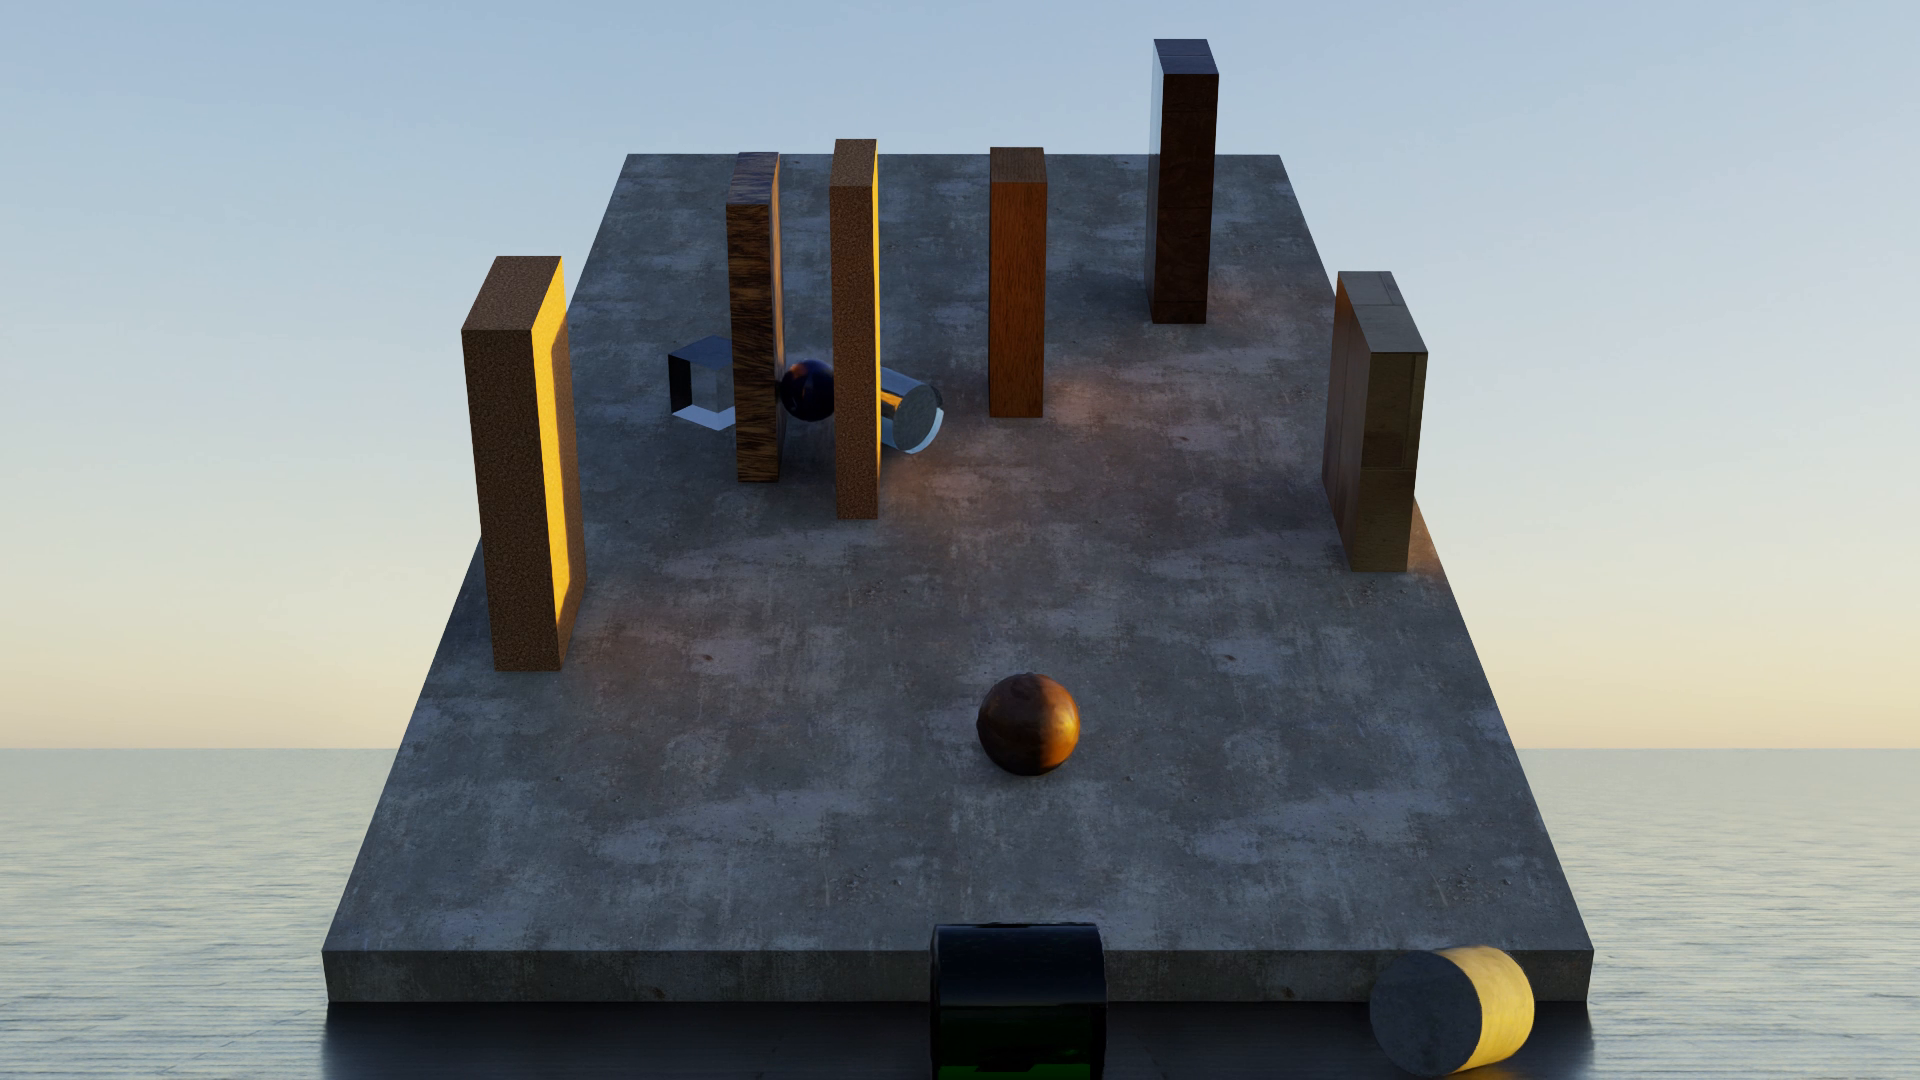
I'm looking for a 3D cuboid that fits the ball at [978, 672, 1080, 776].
[{"bbox_3d":[0.120,0.323,4.158,0.181,0.181,0.181,0,-5,0],"label":"ball"}]

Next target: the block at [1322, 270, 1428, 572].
[{"bbox_3d":[0.858,-0.252,4.947,0.112,0.486,0.445,0,27,0],"label":"block"}]

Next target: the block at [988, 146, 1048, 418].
[{"bbox_3d":[0.131,-0.598,5.521,0.124,0.573,0.254,0,27,0],"label":"block"}]

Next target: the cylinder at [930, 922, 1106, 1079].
[{"bbox_3d":[0.066,0.558,2.854,0.193,0.193,0.193,0,-5,-5],"label":"cylinder"}]

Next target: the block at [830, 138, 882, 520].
[{"bbox_3d":[-0.219,-0.445,5.035,0.087,0.743,0.308,0,27,0],"label":"block"}]

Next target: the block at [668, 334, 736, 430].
[{"bbox_3d":[-0.568,-0.367,5.528,0.152,0.152,0.152,20,33,33],"label":"block"}]

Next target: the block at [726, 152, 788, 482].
[{"bbox_3d":[-0.444,-0.492,5.235,0.088,0.641,0.353,0,27,0],"label":"block"}]

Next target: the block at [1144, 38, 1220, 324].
[{"bbox_3d":[0.560,-0.914,6.051,0.135,0.651,0.315,0,27,0],"label":"block"}]

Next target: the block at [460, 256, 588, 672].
[{"bbox_3d":[-0.818,-0.146,4.501,0.124,0.695,0.372,0,27,0],"label":"block"}]

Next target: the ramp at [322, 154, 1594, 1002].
[{"bbox_3d":[-0.011,-0.226,5.531,2.000,0.100,4.000,0,27,0],"label":"ramp"}]

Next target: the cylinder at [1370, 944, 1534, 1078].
[{"bbox_3d":[0.620,0.590,2.989,0.153,0.153,0.153,-4,-6,37],"label":"cylinder"}]

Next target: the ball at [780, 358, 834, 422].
[{"bbox_3d":[-0.330,-0.335,5.288,0.140,0.140,0.140,0,-5,0],"label":"ball"}]

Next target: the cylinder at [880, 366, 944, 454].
[{"bbox_3d":[-0.152,-0.298,5.384,0.163,0.163,0.163,24,12,39],"label":"cylinder"}]
